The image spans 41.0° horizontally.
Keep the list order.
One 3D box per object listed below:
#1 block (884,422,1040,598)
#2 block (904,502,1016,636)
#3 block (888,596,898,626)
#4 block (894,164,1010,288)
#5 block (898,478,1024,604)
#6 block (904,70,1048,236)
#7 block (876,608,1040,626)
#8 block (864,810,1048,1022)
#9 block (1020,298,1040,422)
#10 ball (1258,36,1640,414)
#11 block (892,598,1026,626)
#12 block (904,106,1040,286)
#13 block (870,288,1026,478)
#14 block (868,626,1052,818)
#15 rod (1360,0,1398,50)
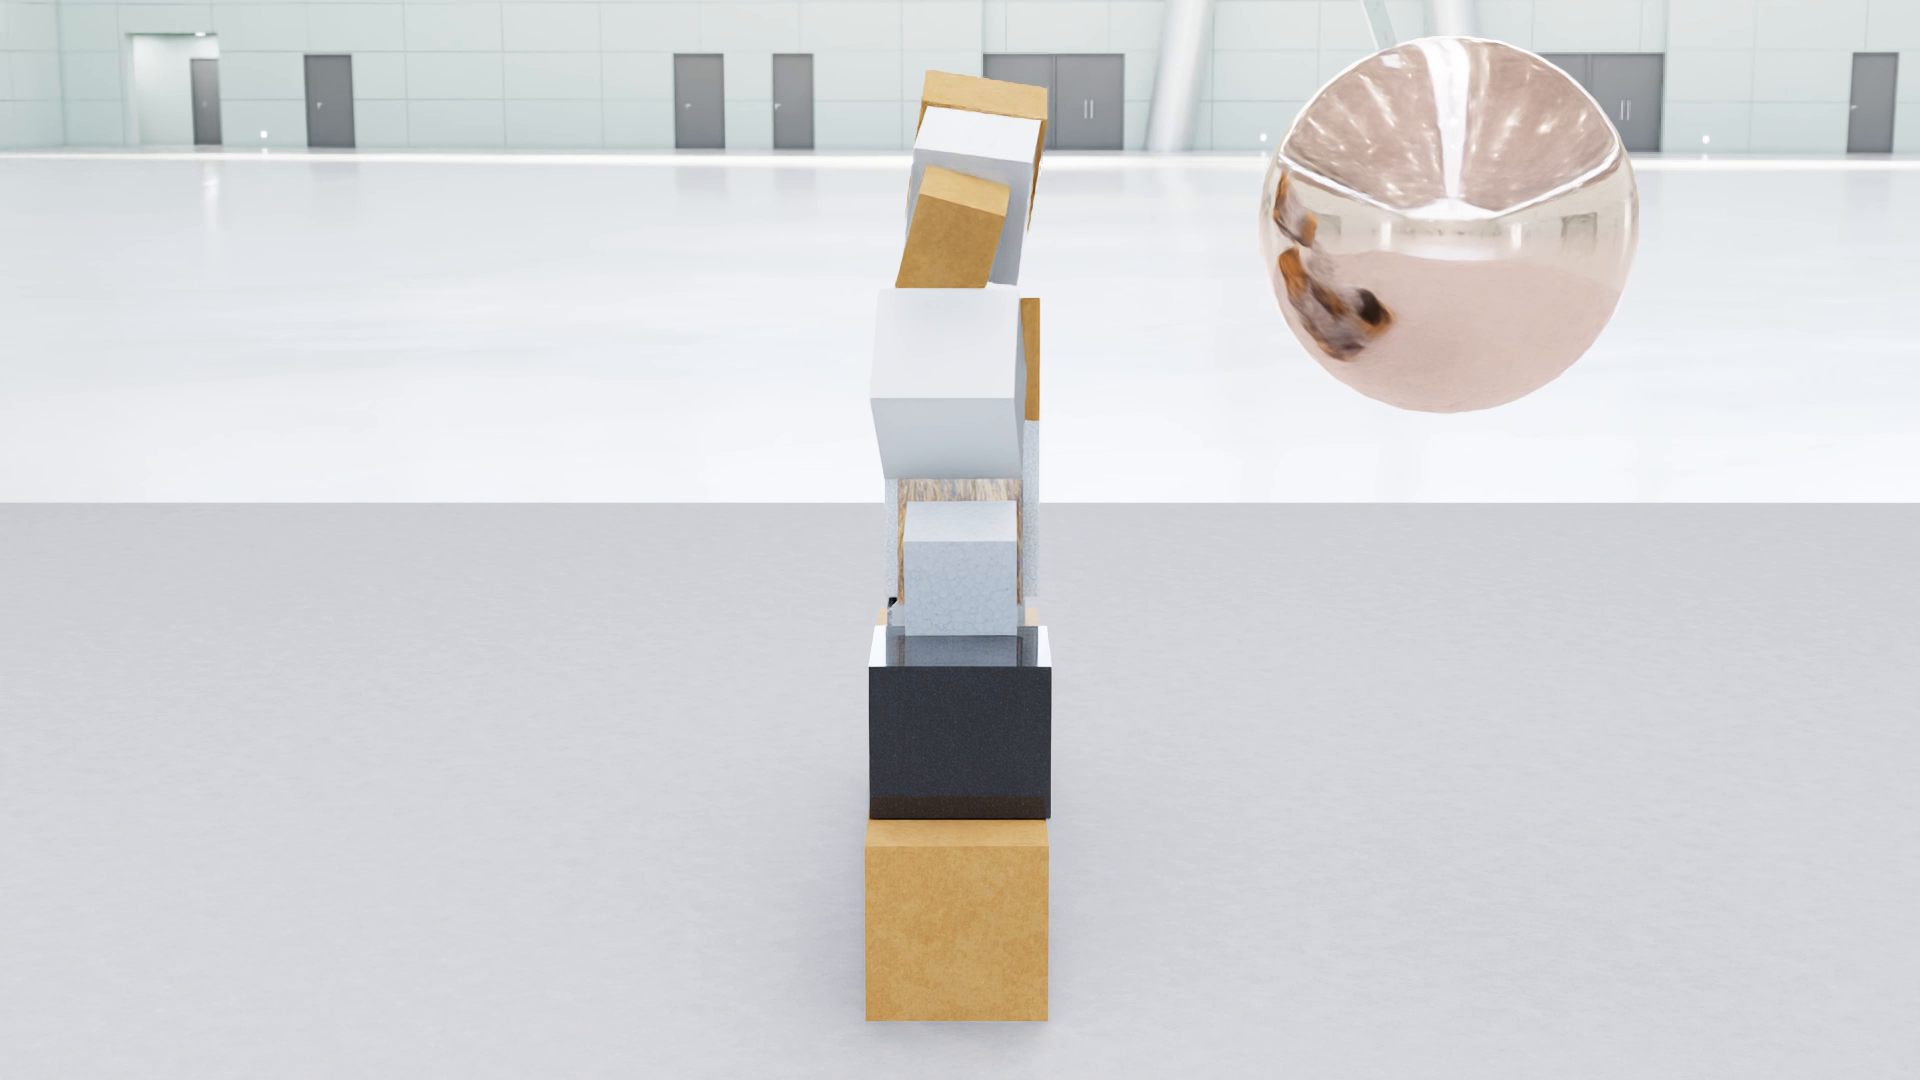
[{"bbox_3d":[0.006,-0.148,11.512,0.673,0.766,0.702,0,2,-1],"label":"block"},{"bbox_3d":[0.006,0.111,10.357,0.445,0.407,0.425,0,23,1],"label":"block"},{"bbox_3d":[-0.015,0.562,11.477,0.603,0.610,0.568,0,6,0],"label":"block"},{"bbox_3d":[-0.030,-1.275,10.792,0.367,0.430,0.358,15,27,-3],"label":"block"},{"bbox_3d":[0.007,-0.002,10.897,0.510,0.518,0.449,0,2,3],"label":"block"},{"bbox_3d":[0.075,-1.780,11.757,0.564,0.546,0.544,8,25,-2],"label":"block"},{"bbox_3d":[-0.009,0.810,12.847,0.807,0.810,0.704,0,10,0],"label":"block"},{"bbox_3d":[-0.012,1.410,9.903,0.683,0.682,0.675,0,10,0],"label":"block"},{"bbox_3d":[0.011,-0.808,11.616,0.684,0.545,0.619,0,2,0],"label":"block"},{"bbox_3d":[2.074,-1.337,10.937,1.600,1.600,1.600,0,10,0],"label":"ball"},{"bbox_3d":[0.003,0.572,10.839,0.545,0.626,0.646,0,2,2],"label":"block"},{"bbox_3d":[0.052,-1.505,11.207,0.504,0.563,0.568,8,27,2],"label":"block"},{"bbox_3d":[-0.039,-0.646,10.664,0.580,0.547,0.594,0,-32,5],"label":"block"},{"bbox_3d":[0.002,0.708,10.126,0.695,0.599,0.701,0,11,0],"label":"block"},{"bbox_3d":[0.899,-4.476,10.367,0.080,5.200,0.080,-20,10,4],"label":"rod"}]
